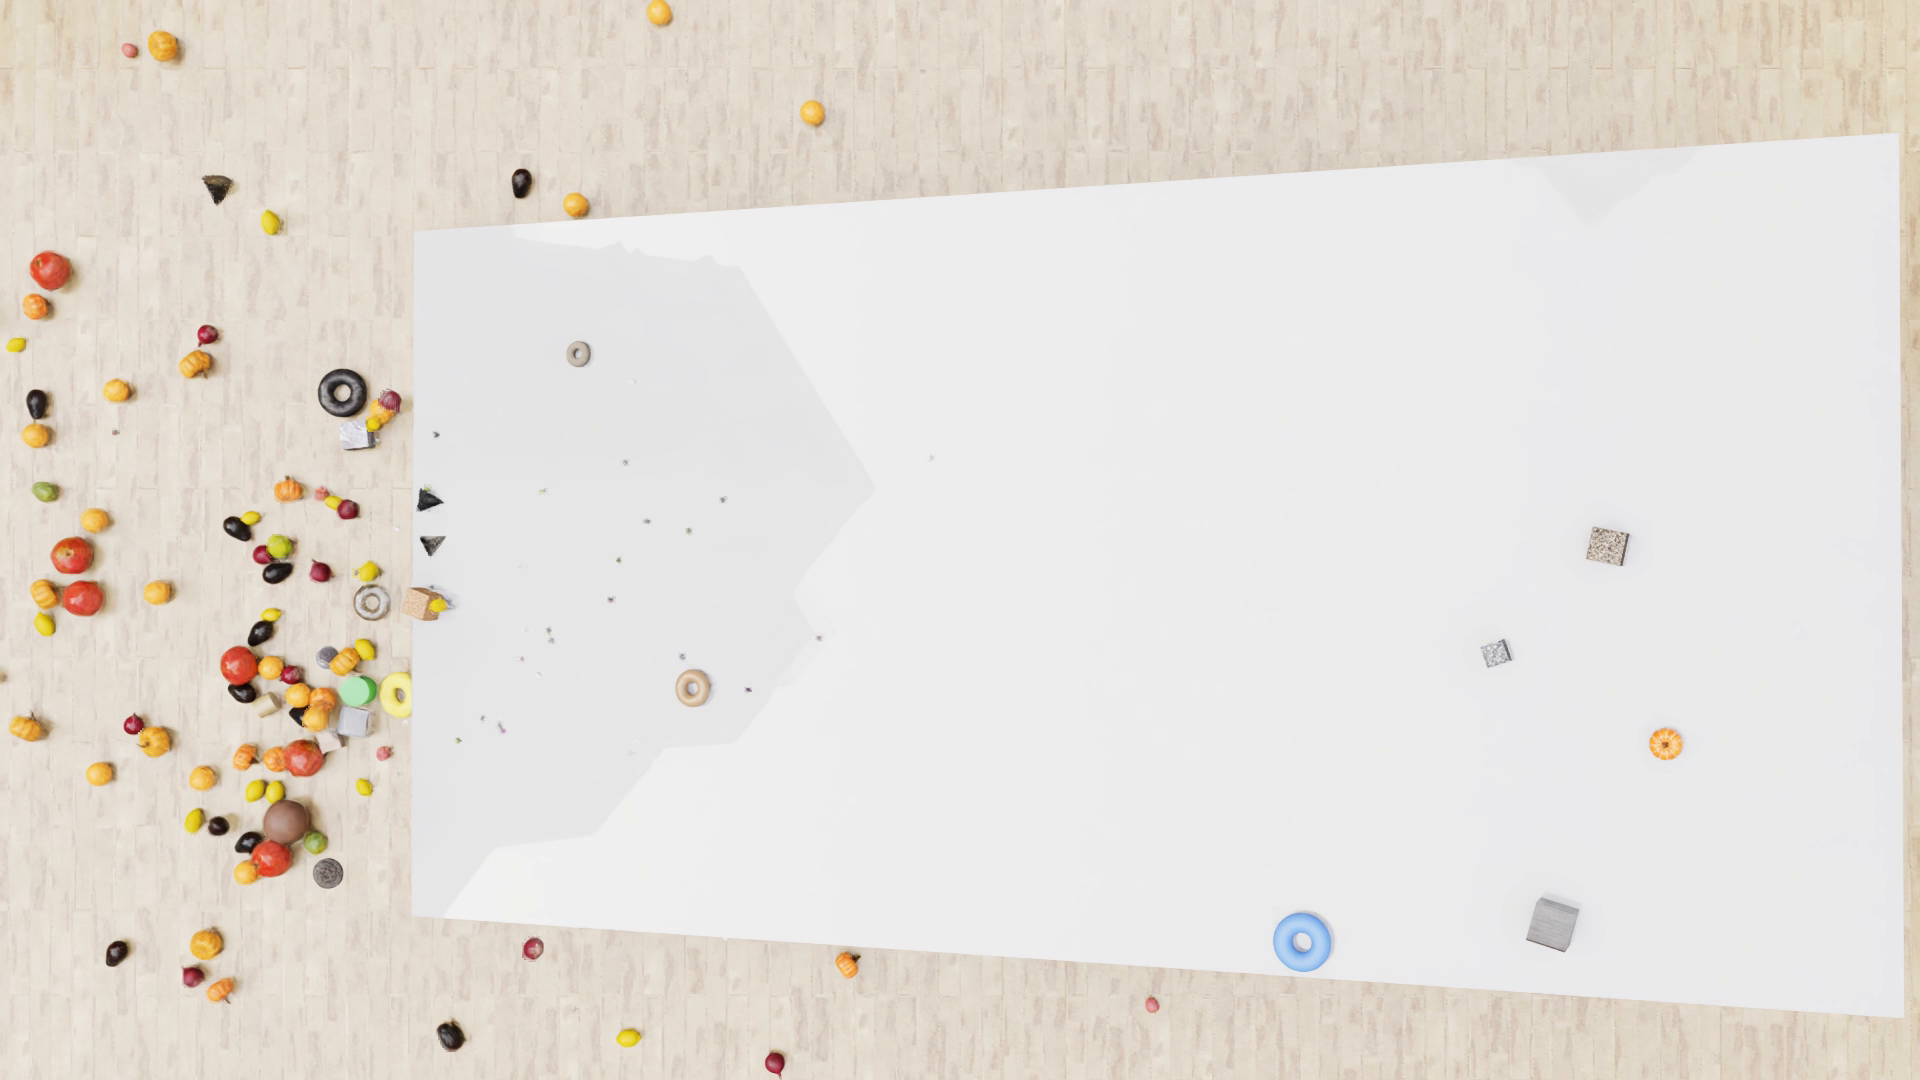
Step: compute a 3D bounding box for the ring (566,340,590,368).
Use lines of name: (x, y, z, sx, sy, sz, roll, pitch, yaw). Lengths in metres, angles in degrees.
ring: (-1.079, -0.525, 6.215, 0.075, 0.025, 0.075, -1, 88, 22)

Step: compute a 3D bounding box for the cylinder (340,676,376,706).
cylinder: (-1.769, 0.444, 6.469, 0.086, 0.086, 0.086, 0, 89, 0)

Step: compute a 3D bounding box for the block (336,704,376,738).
block: (-1.776, 0.534, 6.471, 0.081, 0.081, 0.081, 11, 89, 0)

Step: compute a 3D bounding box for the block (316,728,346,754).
block: (-1.853, 0.591, 6.482, 0.057, 0.057, 0.057, -18, 89, 0)

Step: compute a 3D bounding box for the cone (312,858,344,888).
cone: (-1.869, 0.986, 6.459, 0.092, 0.092, 0.092, 0, 89, 0)

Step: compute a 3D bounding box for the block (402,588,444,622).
block: (-1.555, 0.186, 6.365, 0.076, 0.076, 0.076, 20, 96, 20)

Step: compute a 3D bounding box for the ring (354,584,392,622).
ring: (-1.737, 0.185, 6.497, 0.112, 0.037, 0.112, 0, 89, -1)

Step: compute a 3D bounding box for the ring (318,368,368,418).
ring: (-1.825, -0.435, 6.499, 0.147, 0.049, 0.147, 0, 88, 1)

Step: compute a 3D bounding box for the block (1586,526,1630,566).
block: (1.520, 0.015, 5.163, 0.079, 0.079, 0.079, 12, 94, 21)

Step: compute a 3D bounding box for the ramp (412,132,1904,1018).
ramp: (0.282, 0.087, 5.742, 4.000, 0.100, 2.000, 0, 89, 21)

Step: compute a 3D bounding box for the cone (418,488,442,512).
cone: (-1.531, -0.112, 6.383, 0.071, 0.071, 0.071, 5, 89, -5)

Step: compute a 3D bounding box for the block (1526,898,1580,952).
block: (1.399, 0.908, 5.191, 0.093, 0.093, 0.093, 16, 95, 21)

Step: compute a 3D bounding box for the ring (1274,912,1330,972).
ring: (0.845, 0.994, 5.431, 0.145, 0.048, 0.145, -1, 88, 22)

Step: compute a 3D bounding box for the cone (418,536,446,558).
cone: (-1.519, 0.004, 6.376, 0.072, 0.072, 0.072, -29, 89, -9)

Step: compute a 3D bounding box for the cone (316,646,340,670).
cone: (-1.873, 0.347, 6.478, 0.071, 0.071, 0.071, 0, 89, 0)

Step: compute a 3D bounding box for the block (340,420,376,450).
block: (-1.777, -0.308, 6.483, 0.078, 0.078, 0.078, -7, 89, 0)

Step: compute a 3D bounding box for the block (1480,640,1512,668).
block: (1.284, 0.272, 5.266, 0.054, 0.054, 0.054, -21, 82, 20)

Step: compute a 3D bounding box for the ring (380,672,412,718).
ring: (-1.648, 0.456, 6.474, 0.138, 0.046, 0.138, 2, 96, 21)

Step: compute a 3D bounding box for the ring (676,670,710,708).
ring: (-0.737, 0.409, 6.064, 0.106, 0.035, 0.106, -1, 88, 22)

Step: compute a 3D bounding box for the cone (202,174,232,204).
cone: (-2.202, -1.027, 6.512, 0.083, 0.083, 0.083, 11, 116, 0)

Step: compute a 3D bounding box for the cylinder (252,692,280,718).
cylinder: (-2.045, 0.486, 6.482, 0.059, 0.059, 0.059, -31, 89, 2)
